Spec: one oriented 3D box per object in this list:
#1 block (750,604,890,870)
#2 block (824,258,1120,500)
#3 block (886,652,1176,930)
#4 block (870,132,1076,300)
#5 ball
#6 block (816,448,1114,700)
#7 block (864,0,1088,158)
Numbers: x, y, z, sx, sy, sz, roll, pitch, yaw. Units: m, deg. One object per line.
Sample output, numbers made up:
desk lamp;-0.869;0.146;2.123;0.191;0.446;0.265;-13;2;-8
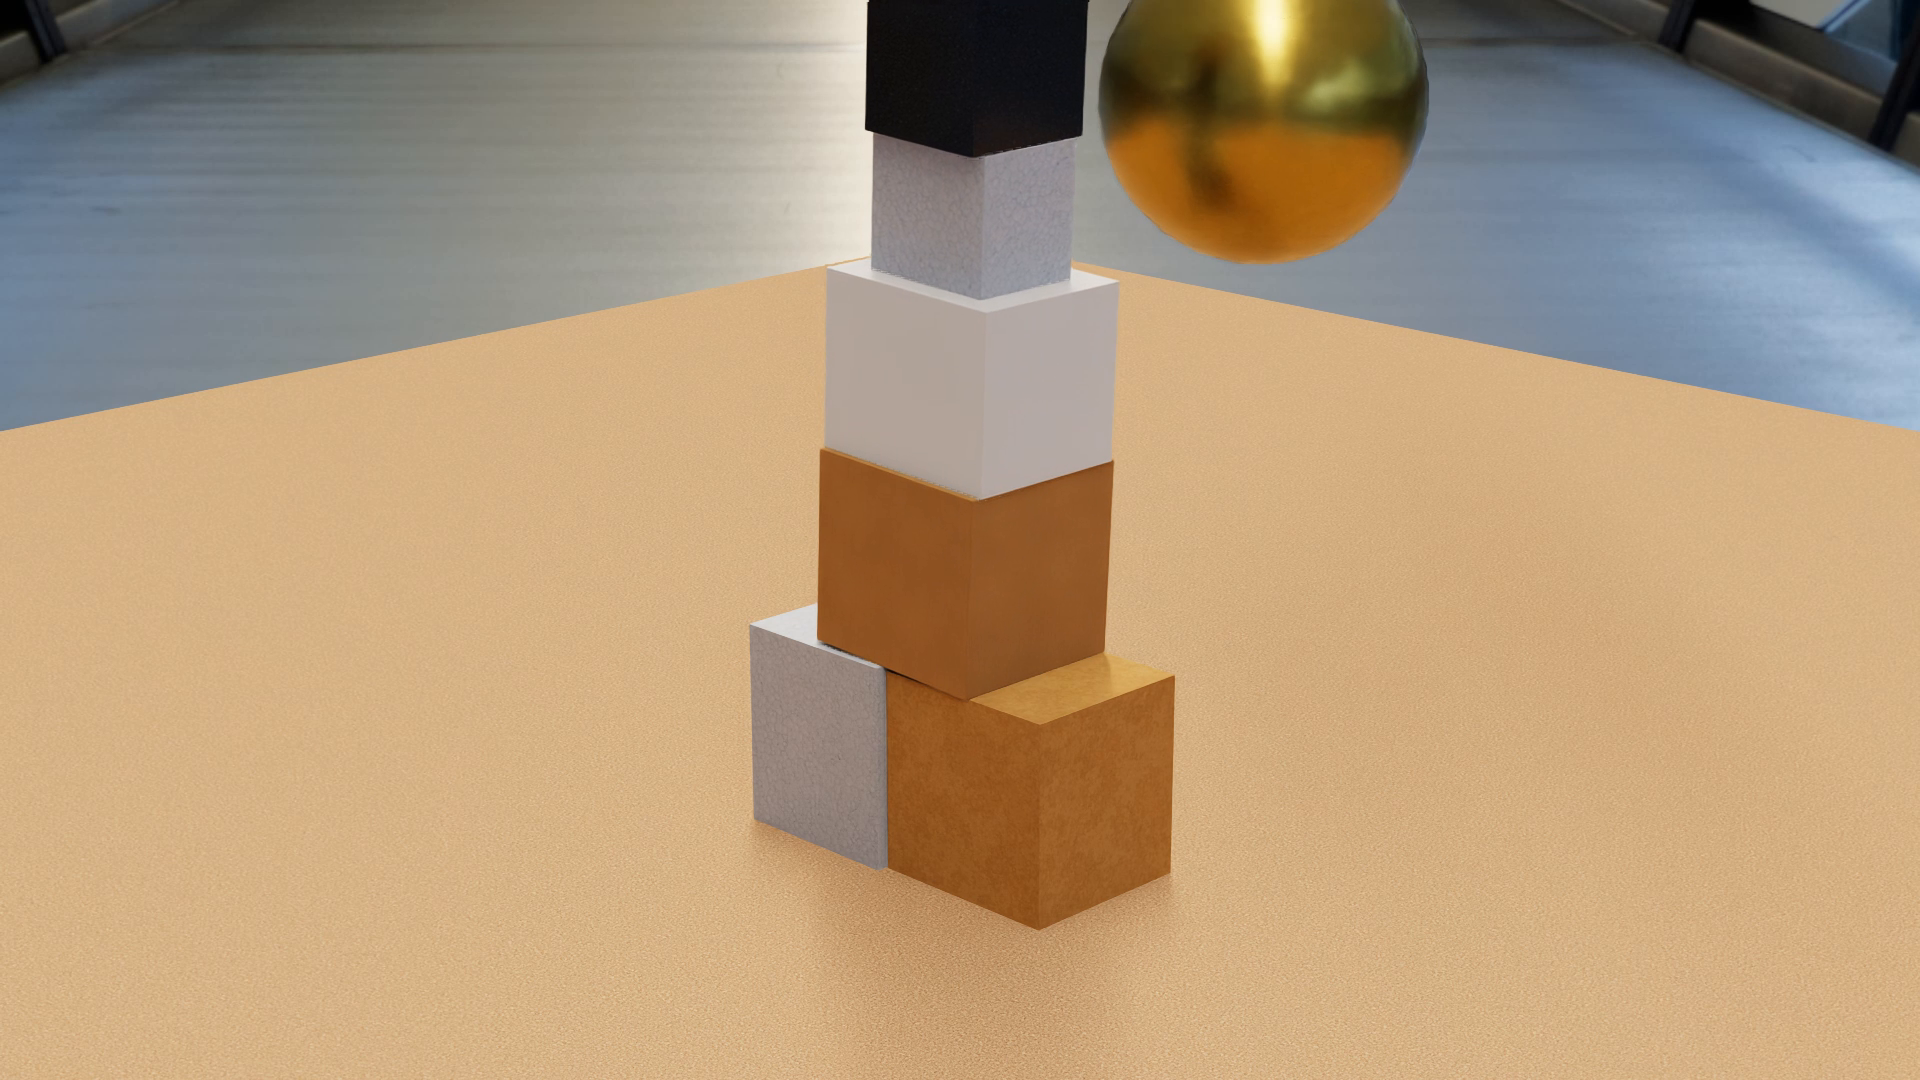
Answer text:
block;-0.346;0.857;13.965;0.956;0.990;0.869;-17;24;-42
block;0.044;-0.779;13.050;0.992;0.830;0.834;20;26;41
block;0.318;1.060;13.357;0.956;0.967;0.881;17;24;42
block;0.054;-1.467;12.788;0.561;0.623;0.683;-18;28;-42
ball;1.467;-2.133;14.209;1.600;1.600;1.600;0;17;0
block;0.017;0.050;13.343;0.902;0.923;0.971;-17;27;-42
block;0.070;-2.104;12.543;0.675;0.737;0.654;-18;29;-42
